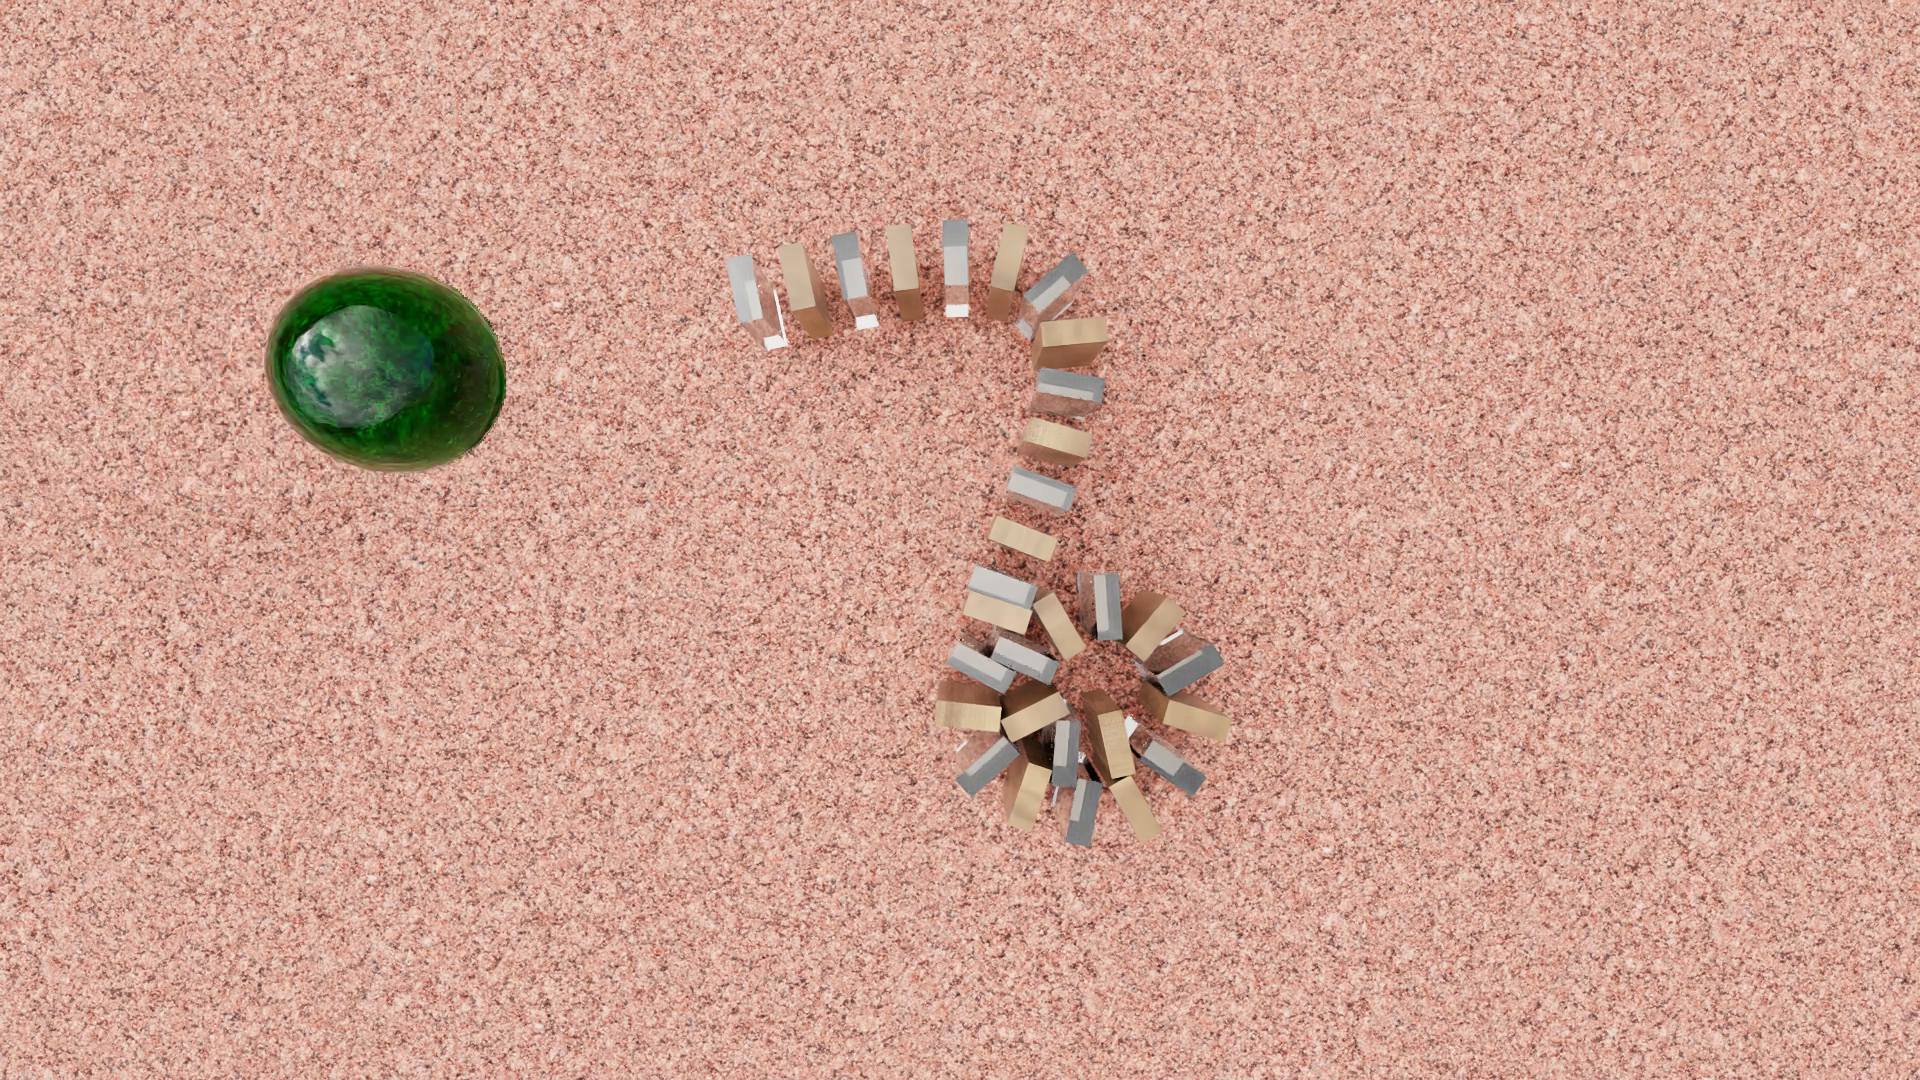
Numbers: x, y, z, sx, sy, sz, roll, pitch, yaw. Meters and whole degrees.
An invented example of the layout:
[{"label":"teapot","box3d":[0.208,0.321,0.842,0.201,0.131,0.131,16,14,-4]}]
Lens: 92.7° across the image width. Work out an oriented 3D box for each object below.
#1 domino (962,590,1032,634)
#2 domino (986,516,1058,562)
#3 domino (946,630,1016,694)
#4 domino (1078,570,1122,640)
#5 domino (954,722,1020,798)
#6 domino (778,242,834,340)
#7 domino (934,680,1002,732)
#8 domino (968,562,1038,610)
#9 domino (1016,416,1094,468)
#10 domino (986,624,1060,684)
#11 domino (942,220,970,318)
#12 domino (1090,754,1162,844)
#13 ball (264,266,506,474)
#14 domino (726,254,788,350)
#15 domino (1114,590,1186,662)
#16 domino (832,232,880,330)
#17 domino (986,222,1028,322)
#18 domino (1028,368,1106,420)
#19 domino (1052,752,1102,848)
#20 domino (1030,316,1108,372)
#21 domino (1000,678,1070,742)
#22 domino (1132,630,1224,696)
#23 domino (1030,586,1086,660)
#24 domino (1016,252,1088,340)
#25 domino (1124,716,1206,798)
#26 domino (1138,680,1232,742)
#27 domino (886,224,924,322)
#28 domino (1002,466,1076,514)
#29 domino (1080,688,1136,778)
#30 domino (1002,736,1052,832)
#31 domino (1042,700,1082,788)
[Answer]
[{"label":"domino","box3d":[0.014,0.028,0.375,0.025,0.050,0.010,19,90,0]},{"label":"domino","box3d":[0.024,0.000,0.375,0.025,0.050,0.009,21,90,0]},{"label":"domino","box3d":[0.008,0.049,0.375,0.025,0.050,0.009,28,90,0]},{"label":"domino","box3d":[0.057,0.026,0.375,0.010,0.050,0.025,-4,90,0]},{"label":"domino","box3d":[0.010,0.087,0.375,0.025,0.050,0.010,-42,90,0]},{"label":"domino","box3d":[-0.062,-0.101,0.375,0.009,0.050,0.025,-13,90,0]},{"label":"domino","box3d":[0.003,0.067,0.375,0.025,0.050,0.010,6,90,0]},{"label":"domino","box3d":[0.017,0.018,0.375,0.025,0.050,0.009,19,90,0]},{"label":"domino","box3d":[0.038,-0.039,0.375,0.025,0.050,0.009,16,90,0]},{"label":"domino","box3d":[0.025,0.046,0.375,0.025,0.050,0.009,24,90,0]},{"label":"domino","box3d":[-0.002,-0.110,0.375,0.009,0.050,0.025,-2,90,0]},{"label":"domino","box3d":[0.067,0.103,0.375,0.009,0.050,0.025,-30,90,0]},{"label":"ball","box3d":[-0.223,-0.066,0.360,0.080,0.080,0.080,0,90,0]},{"label":"domino","box3d":[-0.082,-0.096,0.375,0.009,0.050,0.025,-12,90,0]},{"label":"domino","box3d":[0.075,0.034,0.375,0.009,0.050,0.025,41,90,0]},{"label":"domino","box3d":[-0.042,-0.105,0.375,0.009,0.050,0.025,-11,90,0]},{"label":"domino","box3d":[0.019,-0.108,0.375,0.009,0.050,0.025,14,90,0]},{"label":"domino","box3d":[0.043,-0.059,0.375,0.025,0.050,0.009,10,90,0]},{"label":"domino","box3d":[0.047,0.104,0.375,0.010,0.050,0.025,11,90,0]},{"label":"domino","box3d":[0.044,-0.080,0.375,0.025,0.050,0.009,-5,90,0]},{"label":"domino","box3d":[0.029,0.068,0.375,0.025,0.050,0.010,-27,90,0]},{"label":"domino","box3d":[0.088,0.050,0.375,0.025,0.050,0.009,-30,90,0]},{"label":"domino","box3d":[0.038,0.033,0.375,0.010,0.050,0.025,-30,90,0]},{"label":"domino","box3d":[0.037,-0.099,0.375,0.025,0.050,0.009,-41,90,0]},{"label":"domino","box3d":[0.081,0.087,0.375,0.025,0.050,0.009,35,90,0]},{"label":"domino","box3d":[0.091,0.069,0.375,0.025,0.050,0.009,17,90,0]},{"label":"domino","box3d":[-0.022,-0.108,0.375,0.009,0.050,0.025,-7,90,0]},{"label":"domino","box3d":[0.031,-0.020,0.375,0.025,0.050,0.010,20,90,0]},{"label":"domino","box3d":[0.060,0.078,0.375,0.009,0.050,0.025,-13,90,0]},{"label":"domino","box3d":[0.027,0.098,0.375,0.010,0.050,0.025,19,90,0]},{"label":"domino","box3d":[0.041,0.082,0.375,0.010,0.050,0.025,5,90,0]}]
